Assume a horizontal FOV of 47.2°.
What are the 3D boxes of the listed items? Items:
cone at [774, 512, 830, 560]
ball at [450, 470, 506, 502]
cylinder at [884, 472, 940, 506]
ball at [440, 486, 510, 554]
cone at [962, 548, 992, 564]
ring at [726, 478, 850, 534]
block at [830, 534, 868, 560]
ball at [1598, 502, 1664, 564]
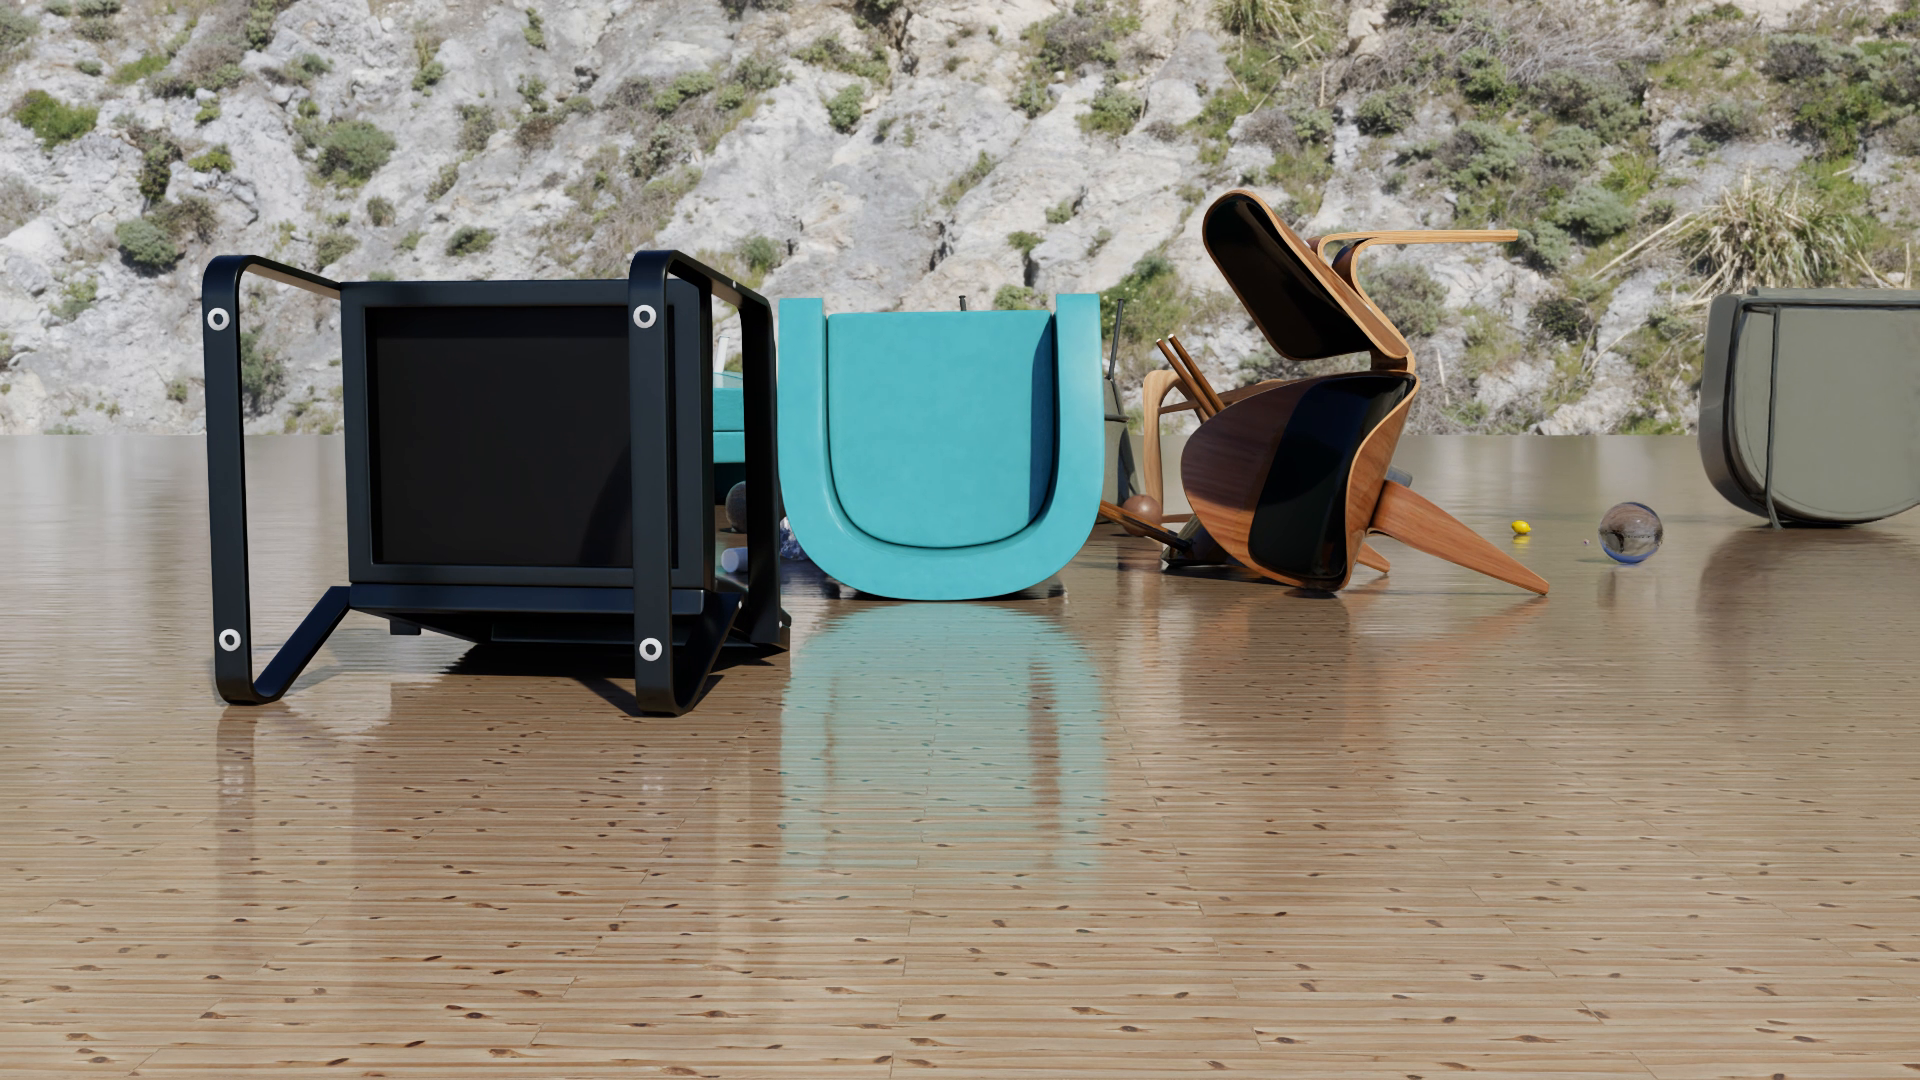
[{"bbox_3d":[-0.382,0.015,5.870,0.157,0.133,0.185,10,-12,29],"label":"cone"},{"bbox_3d":[-1.594,-0.139,7.266,0.179,0.179,0.179,0,4,0],"label":"ball"},{"bbox_3d":[-0.186,-0.198,8.522,0.192,0.121,0.255,0,11,6],"label":"cylinder"},{"bbox_3d":[-1.318,-0.055,5.981,0.188,0.188,0.188,0,4,0],"label":"ball"},{"bbox_3d":[0.035,0.051,5.655,0.074,0.042,0.073,-16,-6,18],"label":"cone"},{"bbox_3d":[-0.543,-0.107,6.915,0.387,0.165,0.402,-5,5,-39],"label":"ring"},{"bbox_3d":[-0.295,0.018,5.829,0.064,0.063,0.092,-2,5,-31],"label":"block"},{"bbox_3d":[1.724,-0.019,5.654,0.160,0.160,0.160,0,4,0],"label":"ball"}]
